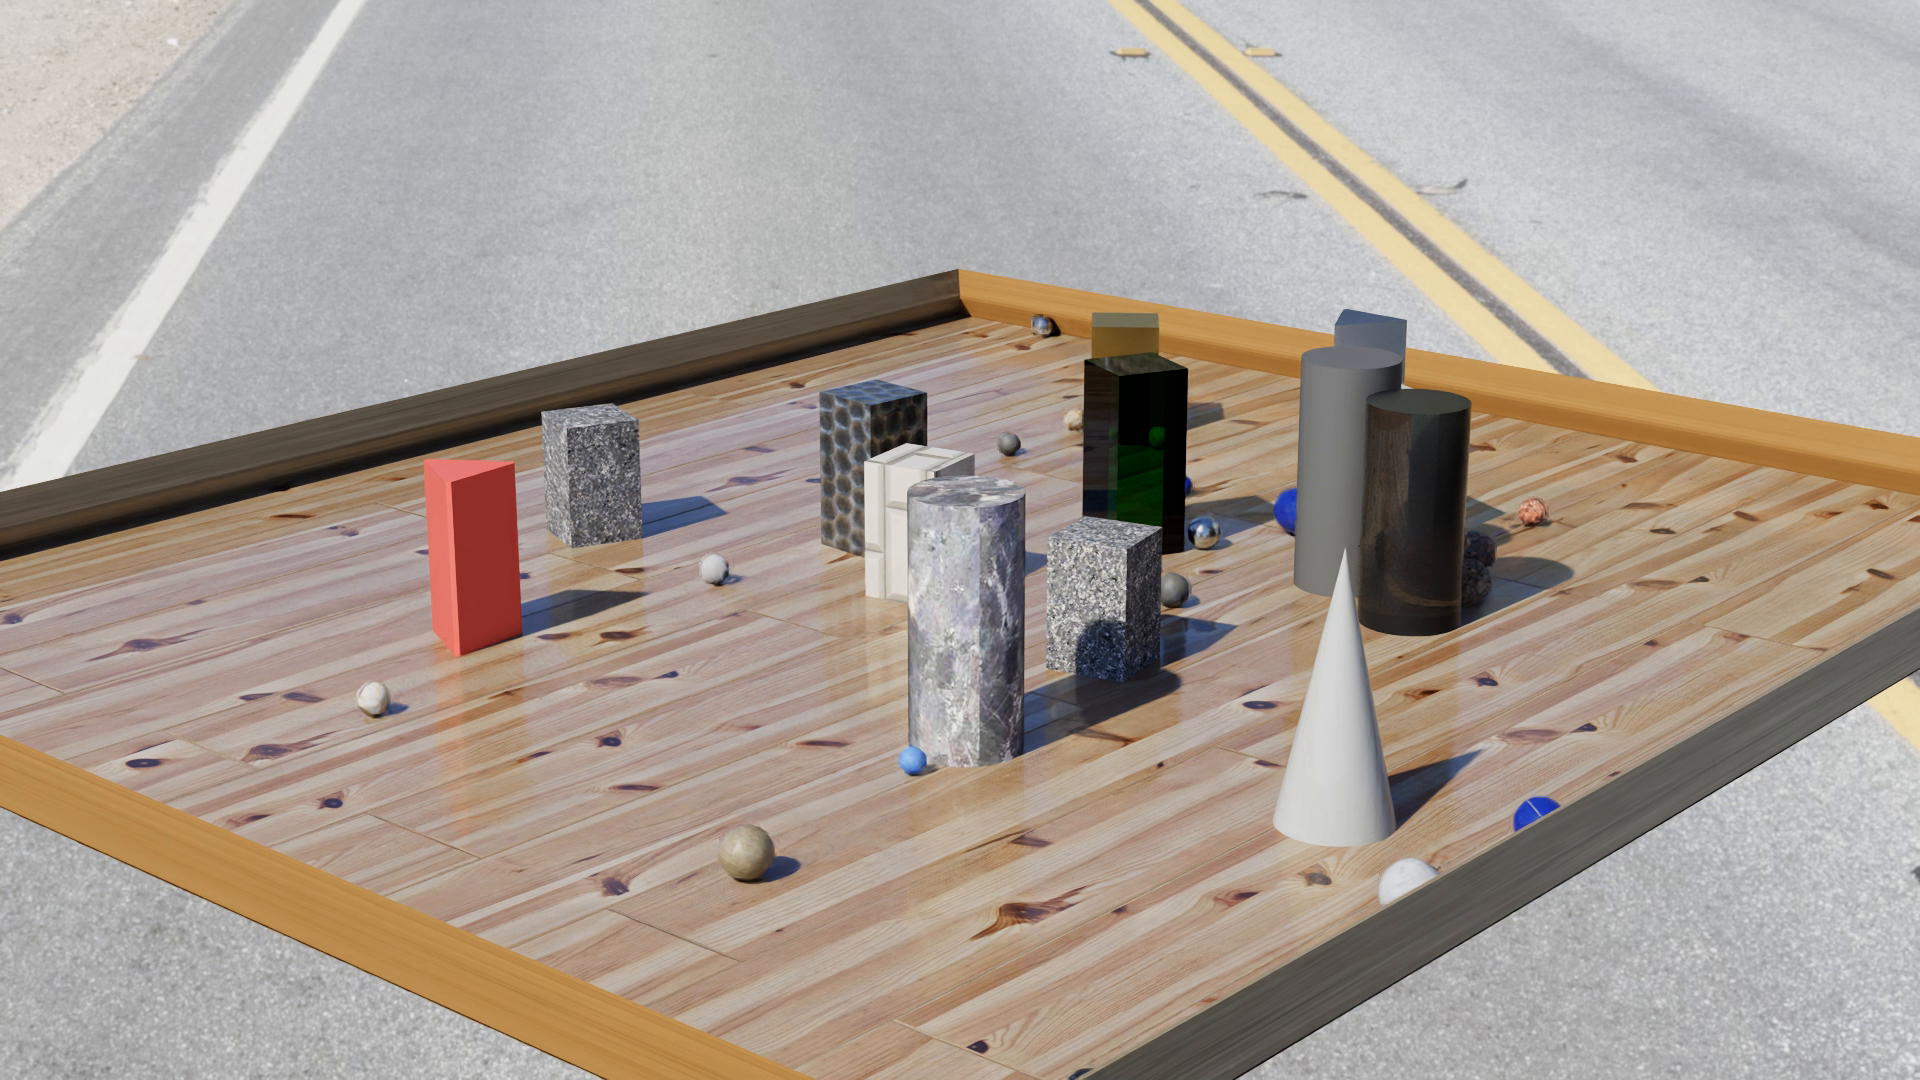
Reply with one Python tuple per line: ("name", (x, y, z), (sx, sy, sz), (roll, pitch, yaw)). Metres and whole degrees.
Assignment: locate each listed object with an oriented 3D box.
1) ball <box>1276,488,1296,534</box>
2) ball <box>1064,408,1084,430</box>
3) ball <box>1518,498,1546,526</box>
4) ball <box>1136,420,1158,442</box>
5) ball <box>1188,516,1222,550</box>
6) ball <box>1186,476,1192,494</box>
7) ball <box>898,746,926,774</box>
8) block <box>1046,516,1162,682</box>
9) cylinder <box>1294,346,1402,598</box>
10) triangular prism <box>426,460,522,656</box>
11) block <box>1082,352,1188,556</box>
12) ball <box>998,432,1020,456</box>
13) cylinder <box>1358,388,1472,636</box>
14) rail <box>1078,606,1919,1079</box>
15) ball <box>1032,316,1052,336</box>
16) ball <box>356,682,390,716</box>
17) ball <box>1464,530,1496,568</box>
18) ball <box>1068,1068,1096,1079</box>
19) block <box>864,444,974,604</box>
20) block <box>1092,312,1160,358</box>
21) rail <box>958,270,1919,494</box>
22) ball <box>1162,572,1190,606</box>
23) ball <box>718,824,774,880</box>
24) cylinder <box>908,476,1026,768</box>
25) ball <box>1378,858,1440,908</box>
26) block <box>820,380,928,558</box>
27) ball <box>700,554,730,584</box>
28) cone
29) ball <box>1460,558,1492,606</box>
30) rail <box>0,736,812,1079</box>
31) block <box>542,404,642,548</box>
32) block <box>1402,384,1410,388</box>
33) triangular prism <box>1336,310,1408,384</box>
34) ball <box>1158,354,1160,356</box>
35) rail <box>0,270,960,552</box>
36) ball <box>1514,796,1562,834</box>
("ball", (0.628, -0.054, 5.439), (0.087, 0.087, 0.087), (0, 17, 0))
("ball", (0.242, -0.254, 6.168), (0.046, 0.046, 0.046), (0, 17, 0))
("ball", (1.073, -0.052, 5.495), (0.052, 0.052, 0.052), (0, 17, 0))
("ball", (0.388, -0.224, 6.069), (0.047, 0.047, 0.047), (0, 17, 0))
("ball", (0.446, -0.014, 5.352), (0.061, 0.061, 0.061), (0, 17, 0))
("ball", (0.430, -0.106, 5.689), (0.040, 0.040, 0.040), (0, 17, 0))
("ball", (-0.069, 0.322, 4.281), (0.041, 0.041, 0.041), (0, 17, 0))
("block", (0.233, 0.094, 4.723), (0.138, 0.221, 0.138), (9, 19, 26))
("cylinder", (0.674, -0.119, 5.103), (0.173, 0.407, 0.173), (0, 17, 0))
("triangular prism", (-0.829, 0.020, 4.838), (0.130, 0.295, 0.150), (12, 21, 35))
("block", (0.316, -0.152, 5.322), (0.138, 0.344, 0.138), (-7, 18, -23))
("ball", (0.100, -0.196, 5.978), (0.045, 0.045, 0.045), (0, 17, 0))
("cylinder", (0.759, -0.047, 4.910), (0.173, 0.382, 0.173), (0, 17, 0))
("rail", (1.078, 0.300, 4.227), (0.045, 0.112, 3.330), (14, 22, 39))
("ball", (0.197, -0.511, 7.008), (0.049, 0.049, 0.049), (0, 17, 0))
("ball", (-0.904, 0.244, 4.517), (0.052, 0.052, 0.052), (0, 17, 0))
("ball", (0.915, 0.020, 5.217), (0.075, 0.075, 0.075), (0, 17, 0))
("ball", (0.144, 0.619, 3.268), (0.061, 0.061, 0.061), (0, 17, 0))
("block", (-0.069, -0.026, 5.082), (0.138, 0.242, 0.138), (10, 19, 29))
("block", (0.344, -0.343, 6.132), (0.138, 0.238, 0.138), (1, 17, 3))
("rail", (1.076, -0.332, 6.308), (2.903, 0.112, 0.045), (14, 22, 39))
("ball", (0.365, 0.085, 5.030), (0.058, 0.058, 0.058), (0, 17, 0))
("ball", (-0.284, 0.416, 3.913), (0.074, 0.074, 0.074), (0, 17, 0))
("cylinder", (0.009, 0.119, 4.337), (0.173, 0.397, 0.173), (0, 17, 0))
("ball", (0.581, 0.452, 3.776), (0.085, 0.085, 0.085), (0, 17, 0))
("block", (-0.157, -0.130, 5.343), (0.138, 0.288, 0.138), (-16, 23, -41))
("ball", (-0.430, 0.051, 5.154), (0.051, 0.051, 0.051), (0, 17, 0))
("cone", (0.525, 0.203, 4.049), (0.173, 0.404, 0.173), (0, 17, 0))
("ball", (0.871, 0.071, 5.037), (0.082, 0.082, 0.082), (0, 17, 0))
("rail", (-1.076, 0.389, 3.936), (2.903, 0.112, 0.045), (14, 22, 39))
("block", (-0.680, -0.120, 5.416), (0.138, 0.227, 0.138), (-8, 19, -26))
("block", (0.770, -0.135, 5.378), (0.138, 0.277, 0.138), (-7, 18, -23))
("triangular prism", (0.783, -0.287, 5.807), (0.150, 0.320, 0.130), (-5, 18, -16))
("ball", (0.421, -0.371, 6.486), (0.085, 0.085, 0.085), (0, 17, 0))
("rail", (-1.078, -0.244, 6.018), (0.045, 0.112, 3.330), (14, 22, 39))
("ball", (0.794, 0.388, 4.002), (0.076, 0.076, 0.076), (0, 17, 0))
